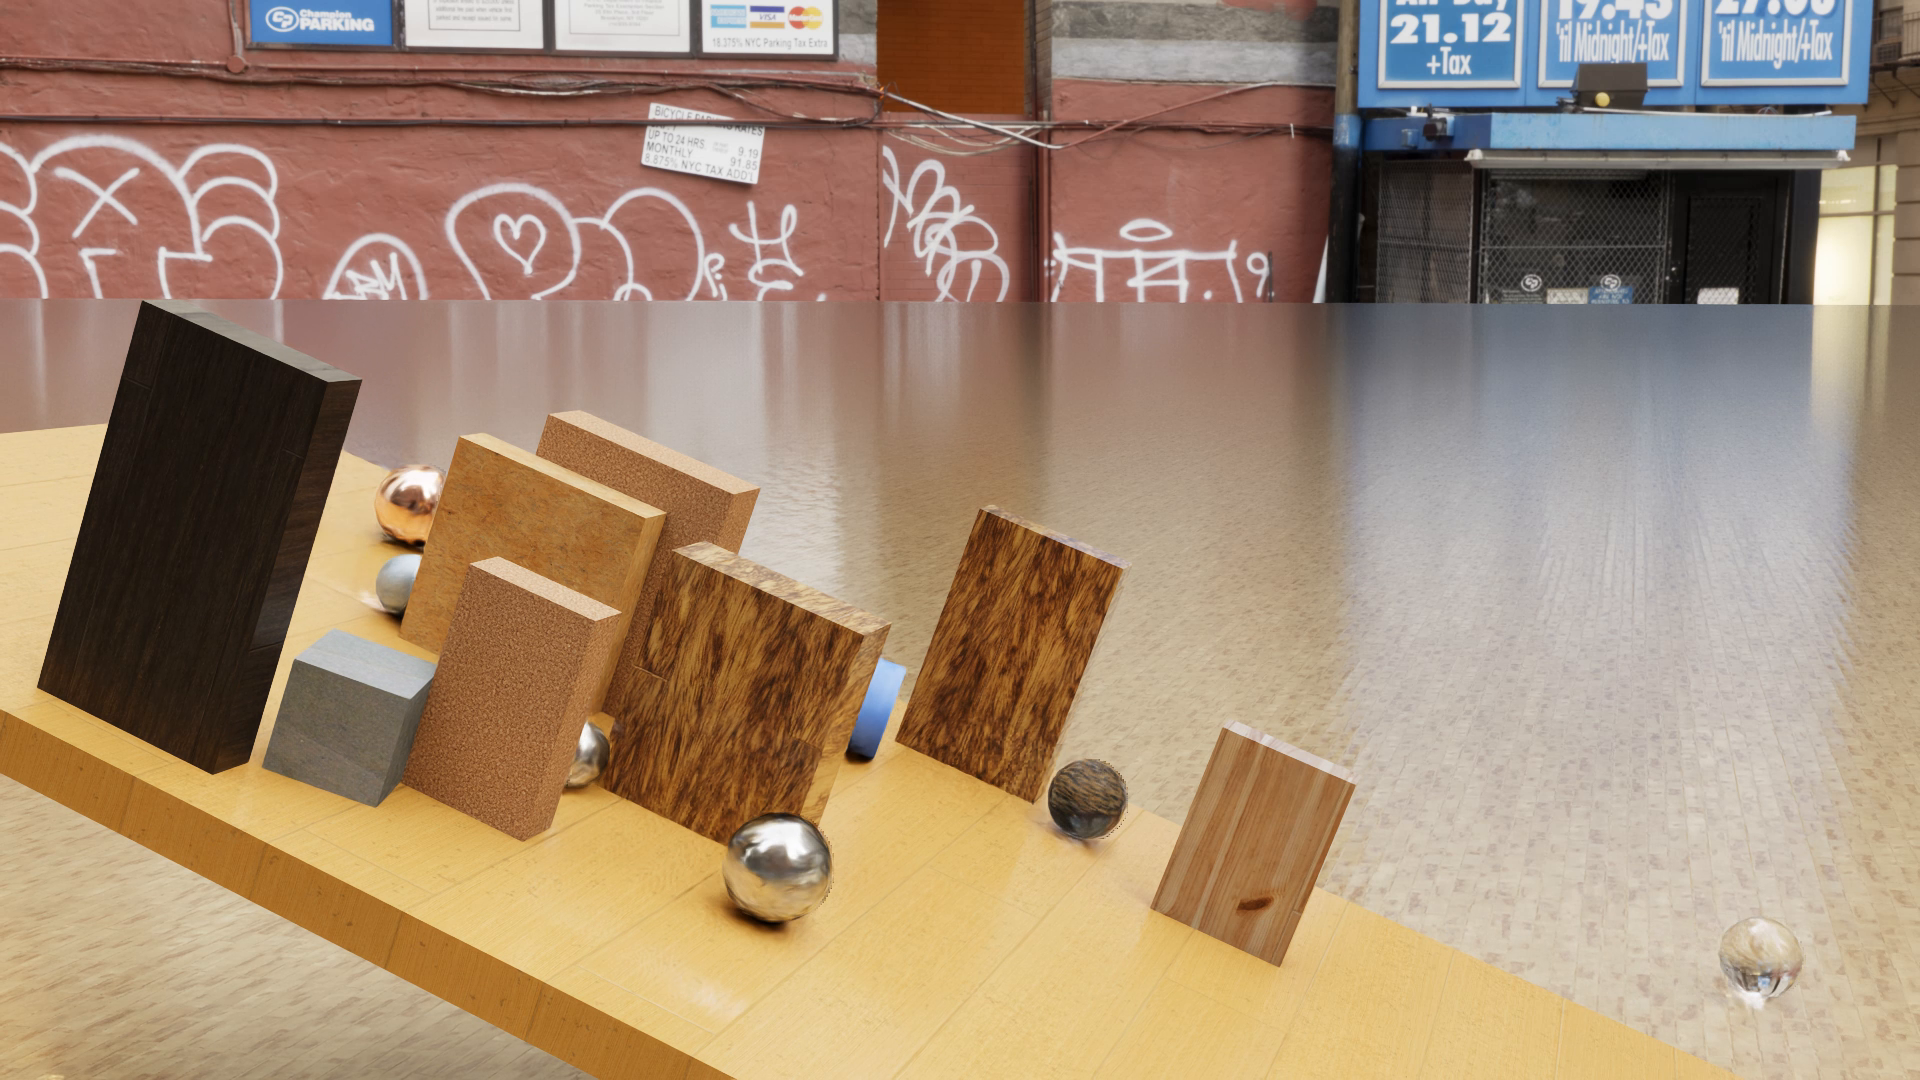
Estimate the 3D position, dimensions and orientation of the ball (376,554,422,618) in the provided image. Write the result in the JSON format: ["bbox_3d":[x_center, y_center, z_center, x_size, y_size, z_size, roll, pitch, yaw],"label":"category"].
[{"bbox_3d":[-1.132,0.095,4.520,0.133,0.133,0.133,0,7,0],"label":"ball"}]

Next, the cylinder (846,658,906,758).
[{"bbox_3d":[-0.248,0.335,4.701,0.208,0.208,0.208,20,7,-1],"label":"cylinder"}]

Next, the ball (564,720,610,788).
[{"bbox_3d":[-0.696,0.385,3.981,0.124,0.124,0.124,0,7,0],"label":"ball"}]

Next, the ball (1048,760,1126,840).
[{"bbox_3d":[0.270,0.552,4.680,0.168,0.168,0.168,0,7,0],"label":"ball"}]

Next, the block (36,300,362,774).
[{"bbox_3d":[-1.228,-0.006,3.536,0.353,0.675,0.096,23,13,13],"label":"block"}]

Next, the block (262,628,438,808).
[{"bbox_3d":[-1.016,0.296,3.689,0.199,0.199,0.199,20,12,-2],"label":"block"}]

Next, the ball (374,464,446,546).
[{"bbox_3d":[-1.231,-0.080,4.987,0.187,0.187,0.187,0,7,0],"label":"ball"}]

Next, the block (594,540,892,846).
[{"bbox_3d":[-0.398,0.299,4.015,0.390,0.468,0.150,23,13,13],"label":"block"}]

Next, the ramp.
[{"bbox_3d":[-0.326,0.590,4.206,4.000,0.100,2.000,23,13,13],"label":"ramp"}]

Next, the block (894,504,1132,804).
[{"bbox_3d":[0.115,0.248,4.821,0.341,0.560,0.093,23,13,13],"label":"block"}]

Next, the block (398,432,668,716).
[{"bbox_3d":[-0.852,0.070,4.364,0.425,0.434,0.098,23,13,13],"label":"block"}]

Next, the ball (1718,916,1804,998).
[{"bbox_3d":[2.053,1.070,5.640,0.204,0.204,0.204,0,7,0],"label":"ball"}]

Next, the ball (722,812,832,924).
[{"bbox_3d":[-0.309,0.554,3.721,0.186,0.186,0.186,0,7,0],"label":"ball"}]

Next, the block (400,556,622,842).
[{"bbox_3d":[-0.761,0.267,3.722,0.245,0.408,0.099,23,13,13],"label":"block"}]

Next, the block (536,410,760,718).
[{"bbox_3d":[-0.696,0.062,4.441,0.423,0.521,0.138,23,13,13],"label":"block"}]

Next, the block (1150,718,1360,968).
[{"bbox_3d":[0.590,0.605,4.397,0.282,0.406,0.087,23,13,13],"label":"block"}]
